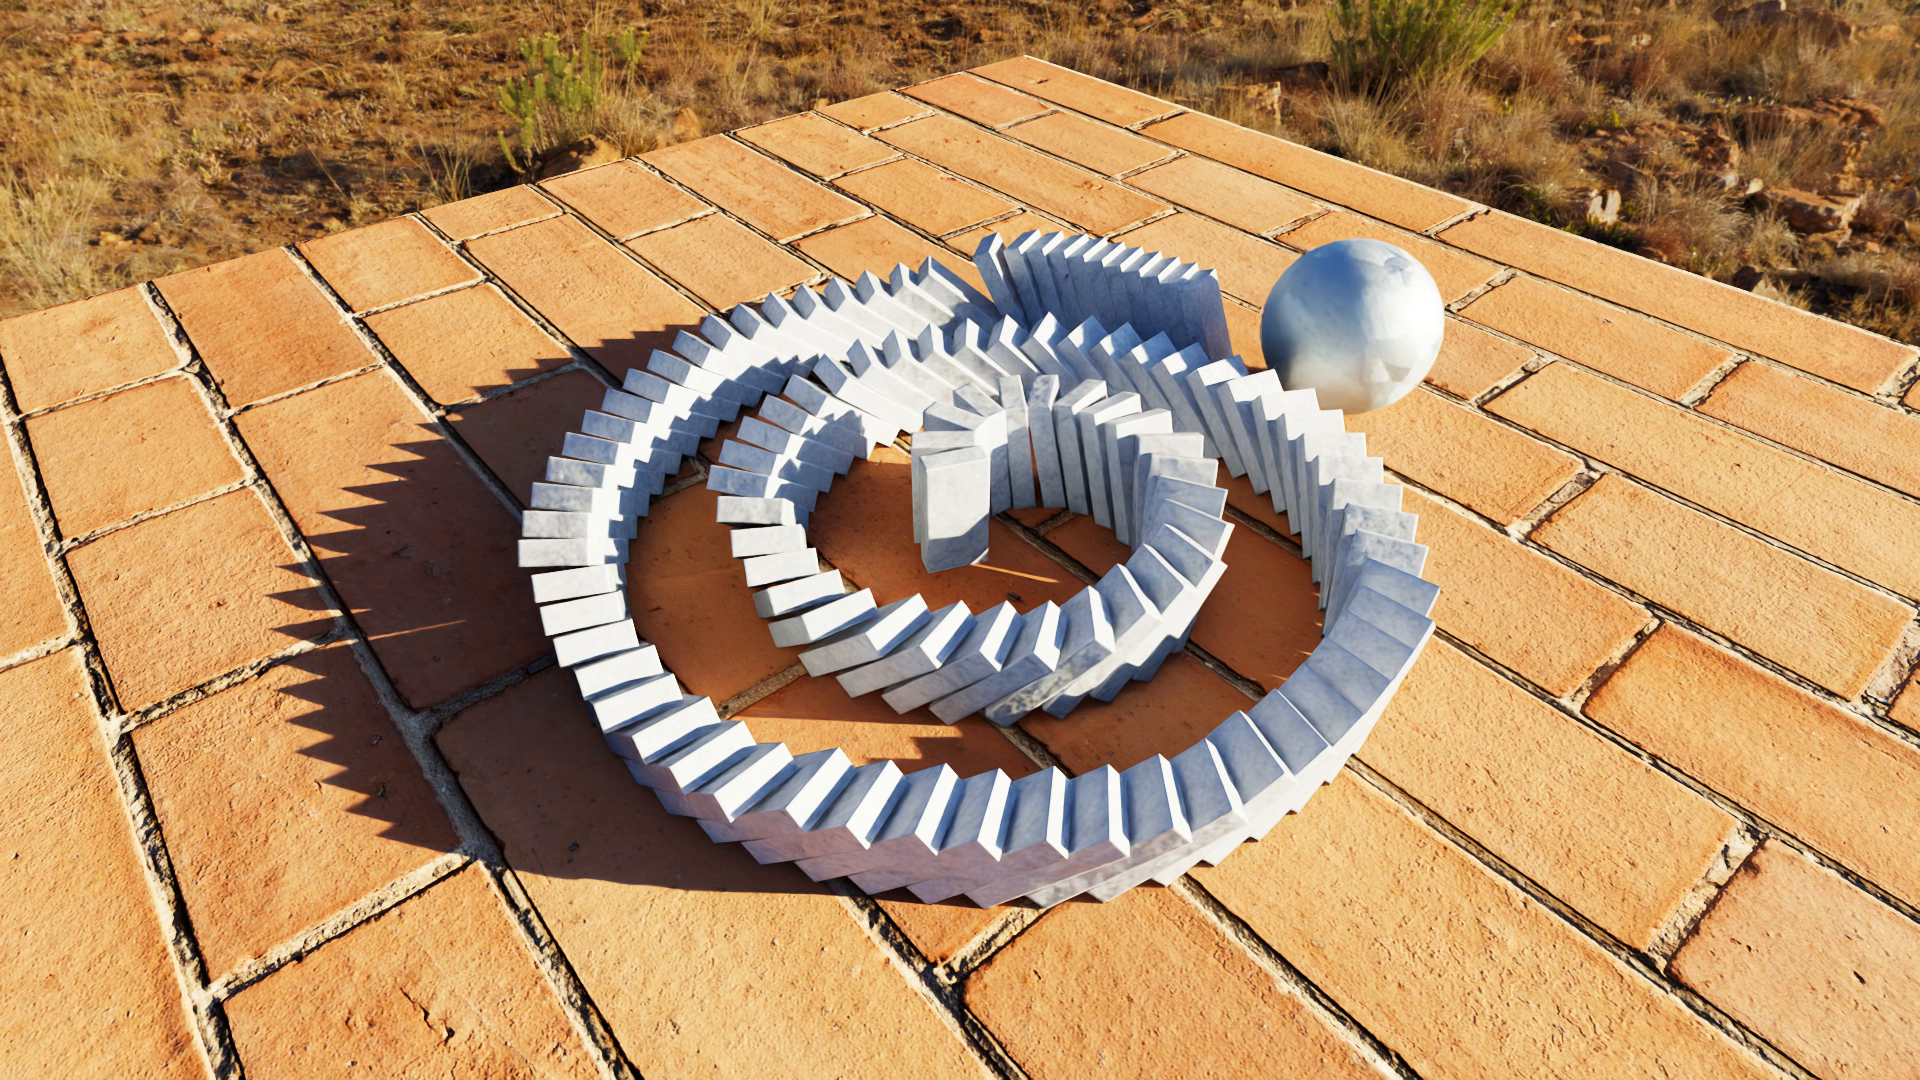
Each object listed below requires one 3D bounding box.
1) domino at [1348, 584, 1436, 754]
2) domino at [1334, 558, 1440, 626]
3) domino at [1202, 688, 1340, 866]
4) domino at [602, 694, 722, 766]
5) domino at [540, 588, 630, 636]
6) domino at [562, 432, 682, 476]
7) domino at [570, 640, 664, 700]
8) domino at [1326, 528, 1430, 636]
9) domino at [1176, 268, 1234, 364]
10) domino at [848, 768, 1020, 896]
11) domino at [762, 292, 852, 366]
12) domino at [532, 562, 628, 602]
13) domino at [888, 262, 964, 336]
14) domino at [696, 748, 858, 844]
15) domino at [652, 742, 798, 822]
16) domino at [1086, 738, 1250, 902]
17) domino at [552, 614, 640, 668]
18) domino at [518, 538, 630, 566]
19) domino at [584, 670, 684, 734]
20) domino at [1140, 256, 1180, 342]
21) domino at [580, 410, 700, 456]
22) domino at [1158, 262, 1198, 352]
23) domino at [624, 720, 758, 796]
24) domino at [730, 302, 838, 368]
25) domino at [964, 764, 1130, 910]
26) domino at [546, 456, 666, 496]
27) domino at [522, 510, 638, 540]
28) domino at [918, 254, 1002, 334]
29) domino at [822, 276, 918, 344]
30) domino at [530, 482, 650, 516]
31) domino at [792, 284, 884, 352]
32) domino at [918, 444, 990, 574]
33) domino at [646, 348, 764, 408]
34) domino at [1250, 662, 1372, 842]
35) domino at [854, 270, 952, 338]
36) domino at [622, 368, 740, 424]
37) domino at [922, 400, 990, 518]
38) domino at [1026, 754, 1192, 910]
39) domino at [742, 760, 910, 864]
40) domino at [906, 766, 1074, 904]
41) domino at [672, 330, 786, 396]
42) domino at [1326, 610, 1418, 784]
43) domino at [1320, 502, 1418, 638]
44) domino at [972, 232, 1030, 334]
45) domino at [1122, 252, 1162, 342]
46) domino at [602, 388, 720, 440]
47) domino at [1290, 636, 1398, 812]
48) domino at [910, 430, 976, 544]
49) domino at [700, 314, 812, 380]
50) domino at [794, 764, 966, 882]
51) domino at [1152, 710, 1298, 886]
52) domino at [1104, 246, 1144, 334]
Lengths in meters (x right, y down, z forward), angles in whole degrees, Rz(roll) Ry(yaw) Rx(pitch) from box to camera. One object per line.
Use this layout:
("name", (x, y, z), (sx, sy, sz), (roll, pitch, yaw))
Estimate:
("domino", (0.133, 0.043, 0.367), (0.025, 0.010, 0.050), (32, 88, 32))
("domino", (0.142, 0.034, 0.378), (0.025, 0.010, 0.050), (26, 86, 27))
("domino", (0.086, 0.072, 0.333), (0.050, 0.010, 0.025), (-45, 45, 8))
("domino", (-0.096, 0.059, 0.348), (0.025, 0.009, 0.050), (-27, 7, -28))
("domino", (-0.132, 0.025, 0.390), (0.025, 0.009, 0.050), (-12, 2, -14))
("domino", (-0.142, -0.036, 0.464), (0.025, 0.009, 0.050), (12, 2, 14))
("domino", (-0.116, 0.043, 0.368), (0.025, 0.009, 0.050), (-19, 4, -21))
("domino", (0.146, 0.024, 0.391), (0.025, 0.010, 0.050), (16, 83, 19))
("domino", (0.121, -0.104, 0.538), (0.009, 0.050, 0.025), (3, 34, 37))
("domino", (-0.008, 0.084, 0.317), (0.050, 0.010, 0.025), (-26, 26, 34))
("domino", (-0.072, -0.104, 0.548), (0.050, 0.010, 0.025), (21, 22, -41))
("domino", (-0.138, 0.015, 0.402), (0.025, 0.009, 0.050), (-8, 1, -10))
("domino", (-0.013, -0.122, 0.569), (0.050, 0.009, 0.025), (28, 30, -28))
("domino", (-0.055, 0.076, 0.327), (0.050, 0.009, 0.025), (-20, 19, 45))
("domino", (-0.072, 0.072, 0.332), (0.025, 0.009, 0.050), (-34, 11, -34))
("domino", (0.057, 0.082, 0.320), (0.050, 0.010, 0.025), (-36, 36, 19))
("domino", (-0.125, 0.034, 0.379), (0.025, 0.009, 0.050), (-14, 3, -17))
("domino", (-0.144, 0.005, 0.414), (0.025, 0.010, 0.050), (-1, 0, -1))
("domino", (-0.107, 0.051, 0.358), (0.025, 0.009, 0.050), (-21, 5, -22))
("domino", (0.105, -0.112, 0.549), (0.010, 0.050, 0.025), (3, 34, 37))
("domino", (-0.137, -0.046, 0.476), (0.025, 0.009, 0.050), (15, 3, 17))
("domino", (0.113, -0.108, 0.543), (0.010, 0.050, 0.025), (3, 34, 37))
("domino", (-0.084, 0.066, 0.339), (0.025, 0.009, 0.050), (-31, 9, -31))
("domino", (-0.086, -0.098, 0.540), (0.050, 0.009, 0.025), (19, 19, -46))
("domino", (0.025, 0.085, 0.316), (0.050, 0.010, 0.025), (-30, 31, 27))
("domino", (-0.145, -0.026, 0.452), (0.025, 0.010, 0.050), (9, 1, 11))
("domino", (-0.146, -0.006, 0.427), (0.025, 0.009, 0.050), (2, 0, 3))
("domino", (0.001, -0.126, 0.573), (0.050, 0.010, 0.025), (32, 28, -21))
("domino", (-0.044, -0.114, 0.559), (0.050, 0.009, 0.025), (24, 25, -36))
("domino", (-0.146, -0.016, 0.439), (0.025, 0.010, 0.050), (5, 1, 8))
("domino", (-0.058, -0.109, 0.554), (0.050, 0.009, 0.025), (22, 23, -39))
("domino", (-0.002, -0.011, 0.425), (0.025, 0.050, 0.010), (-12, 41, -14))
("domino", (-0.118, -0.074, 0.511), (0.025, 0.009, 0.050), (26, 7, 28))
("domino", (0.099, 0.065, 0.340), (0.050, 0.010, 0.025), (-48, 48, 5))
("domino", (-0.029, -0.118, 0.564), (0.050, 0.009, 0.025), (25, 26, -34))
("domino", (-0.126, -0.065, 0.500), (0.025, 0.009, 0.050), (22, 6, 25))
("domino", (-0.001, -0.030, 0.448), (0.025, 0.050, 0.009), (23, 48, 26))
("domino", (0.041, 0.084, 0.317), (0.050, 0.010, 0.025), (-33, 34, 23))
("domino", (-0.040, 0.080, 0.322), (0.050, 0.009, 0.025), (-22, 22, 41))
("domino", (0.009, 0.085, 0.316), (0.050, 0.009, 0.025), (-28, 29, 29))
("domino", (-0.109, -0.084, 0.522), (0.025, 0.010, 0.050), (33, 10, 34))
("domino", (0.123, 0.051, 0.358), (0.025, 0.010, 0.050), (35, 90, 34))
("domino", (0.150, 0.013, 0.403), (0.025, 0.010, 0.050), (11, 81, 14))
("domino", (0.024, -0.132, 0.573), (0.009, 0.050, 0.025), (-15, 32, 25))
("domino", (0.097, -0.116, 0.553), (0.010, 0.050, 0.025), (3, 34, 37))
("domino", (-0.132, -0.056, 0.488), (0.025, 0.009, 0.050), (18, 4, 21))
("domino", (0.112, 0.058, 0.349), (0.050, 0.010, 0.025), (-52, 52, 2))
("domino", (-0.006, -0.020, 0.436), (0.025, 0.050, 0.009), (-1, 43, -1))
("domino", (-0.098, -0.092, 0.532), (0.050, 0.010, 0.025), (18, 18, -48))
("domino", (-0.024, 0.083, 0.320), (0.050, 0.010, 0.025), (-24, 25, 36))
("domino", (0.072, 0.077, 0.326), (0.050, 0.009, 0.025), (-43, 42, 12))
("domino", (0.088, -0.120, 0.558), (0.009, 0.050, 0.025), (3, 34, 37))
